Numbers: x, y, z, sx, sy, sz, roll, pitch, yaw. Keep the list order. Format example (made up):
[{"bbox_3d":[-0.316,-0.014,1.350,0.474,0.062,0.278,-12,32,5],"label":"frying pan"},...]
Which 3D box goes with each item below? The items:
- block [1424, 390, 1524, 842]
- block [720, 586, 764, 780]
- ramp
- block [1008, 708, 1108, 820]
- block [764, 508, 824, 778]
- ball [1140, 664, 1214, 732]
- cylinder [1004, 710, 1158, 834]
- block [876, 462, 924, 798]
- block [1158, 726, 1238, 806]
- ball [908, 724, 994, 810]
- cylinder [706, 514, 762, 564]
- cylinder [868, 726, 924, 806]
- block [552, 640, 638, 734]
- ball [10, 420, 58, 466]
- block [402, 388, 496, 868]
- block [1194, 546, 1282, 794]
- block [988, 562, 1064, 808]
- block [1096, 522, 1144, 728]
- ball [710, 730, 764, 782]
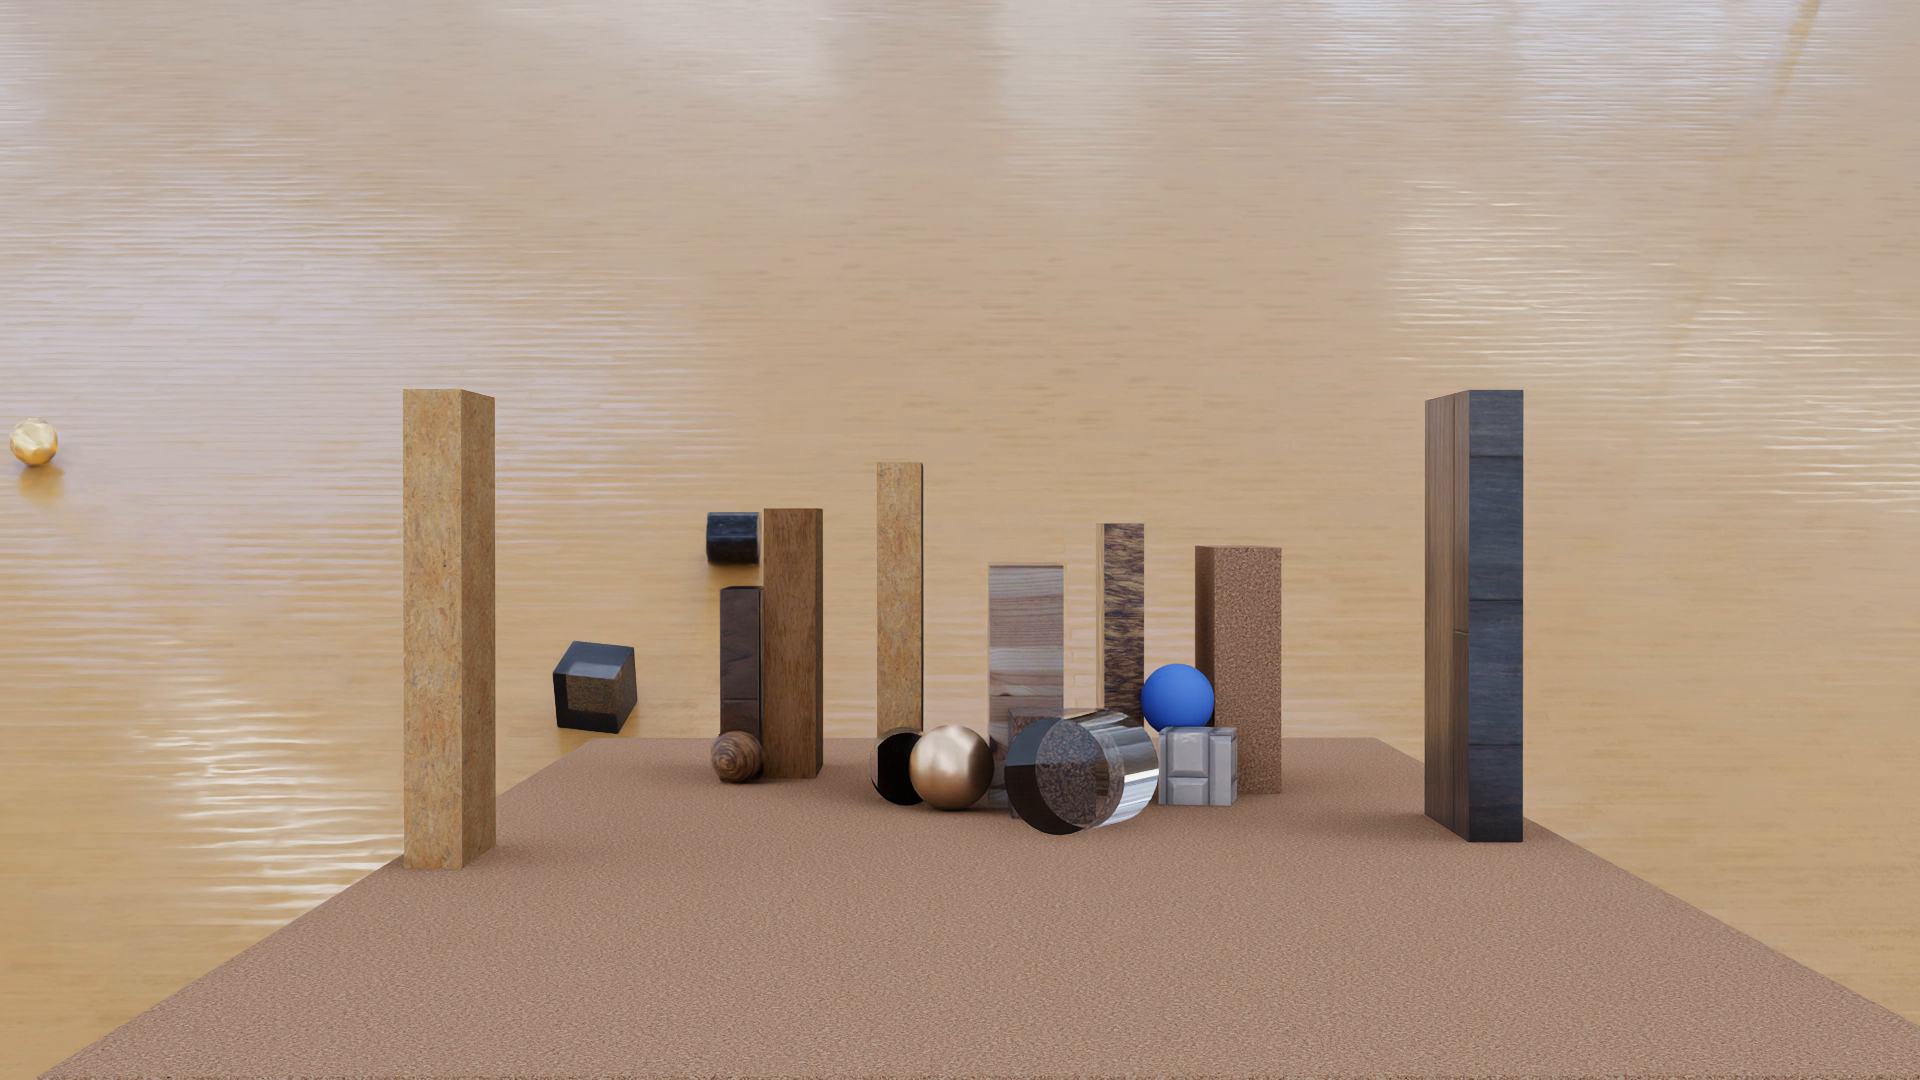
[{"bbox_3d":[0.930,0.130,4.698,0.094,0.786,0.425,0,1,0],"label":"block"},{"bbox_3d":[-0.475,0.310,5.694,0.082,0.410,0.279,0,1,0],"label":"block"},{"bbox_3d":[0.064,0.574,4.618,2.000,0.100,4.000,0,1,0],"label":"ramp"},{"bbox_3d":[0.193,0.425,4.927,0.194,0.194,0.194,0,1,-2],"label":"block"},{"bbox_3d":[-0.368,0.222,5.739,0.112,0.584,0.310,0,1,0],"label":"block"},{"bbox_3d":[0.444,0.328,5.279,0.151,0.151,0.151,0,28,0],"label":"ball"},{"bbox_3d":[0.221,0.419,4.687,0.210,0.210,0.210,16,8,28],"label":"cylinder"},{"bbox_3d":[-0.123,0.180,5.368,0.090,0.676,0.324,0,1,0],"label":"block"},{"bbox_3d":[0.474,0.448,5.143,0.142,0.142,0.142,0,1,11],"label":"block"},{"bbox_3d":[-0.017,0.438,4.986,0.165,0.165,0.165,0,28,0],"label":"ball"},{"bbox_3d":[-0.664,-0.005,7.591,0.147,0.147,0.147,0,28,1],"label":"cylinder"},{"bbox_3d":[-0.109,0.448,5.135,0.143,0.143,0.143,-2,1,-3],"label":"cylinder"},{"bbox_3d":[-0.965,0.389,6.842,0.168,0.168,0.168,6,29,10],"label":"block"},{"bbox_3d":[-2.919,-0.307,8.153,0.143,0.143,0.143,0,28,0],"label":"ball"},{"bbox_3d":[-0.849,0.142,4.311,0.094,0.772,0.304,0,1,0],"label":"block"},{"bbox_3d":[0.587,0.265,5.492,0.136,0.502,0.439,0,1,0],"label":"block"},{"bbox_3d":[0.129,0.283,5.208,0.144,0.472,0.373,0,1,0],"label":"block"},{"bbox_3d":[0.338,0.240,5.476,0.082,0.552,0.318,0,1,0],"label":"block"},{"bbox_3d":[-0.474,0.461,5.500,0.111,0.111,0.111,0,28,0],"label":"ball"}]
